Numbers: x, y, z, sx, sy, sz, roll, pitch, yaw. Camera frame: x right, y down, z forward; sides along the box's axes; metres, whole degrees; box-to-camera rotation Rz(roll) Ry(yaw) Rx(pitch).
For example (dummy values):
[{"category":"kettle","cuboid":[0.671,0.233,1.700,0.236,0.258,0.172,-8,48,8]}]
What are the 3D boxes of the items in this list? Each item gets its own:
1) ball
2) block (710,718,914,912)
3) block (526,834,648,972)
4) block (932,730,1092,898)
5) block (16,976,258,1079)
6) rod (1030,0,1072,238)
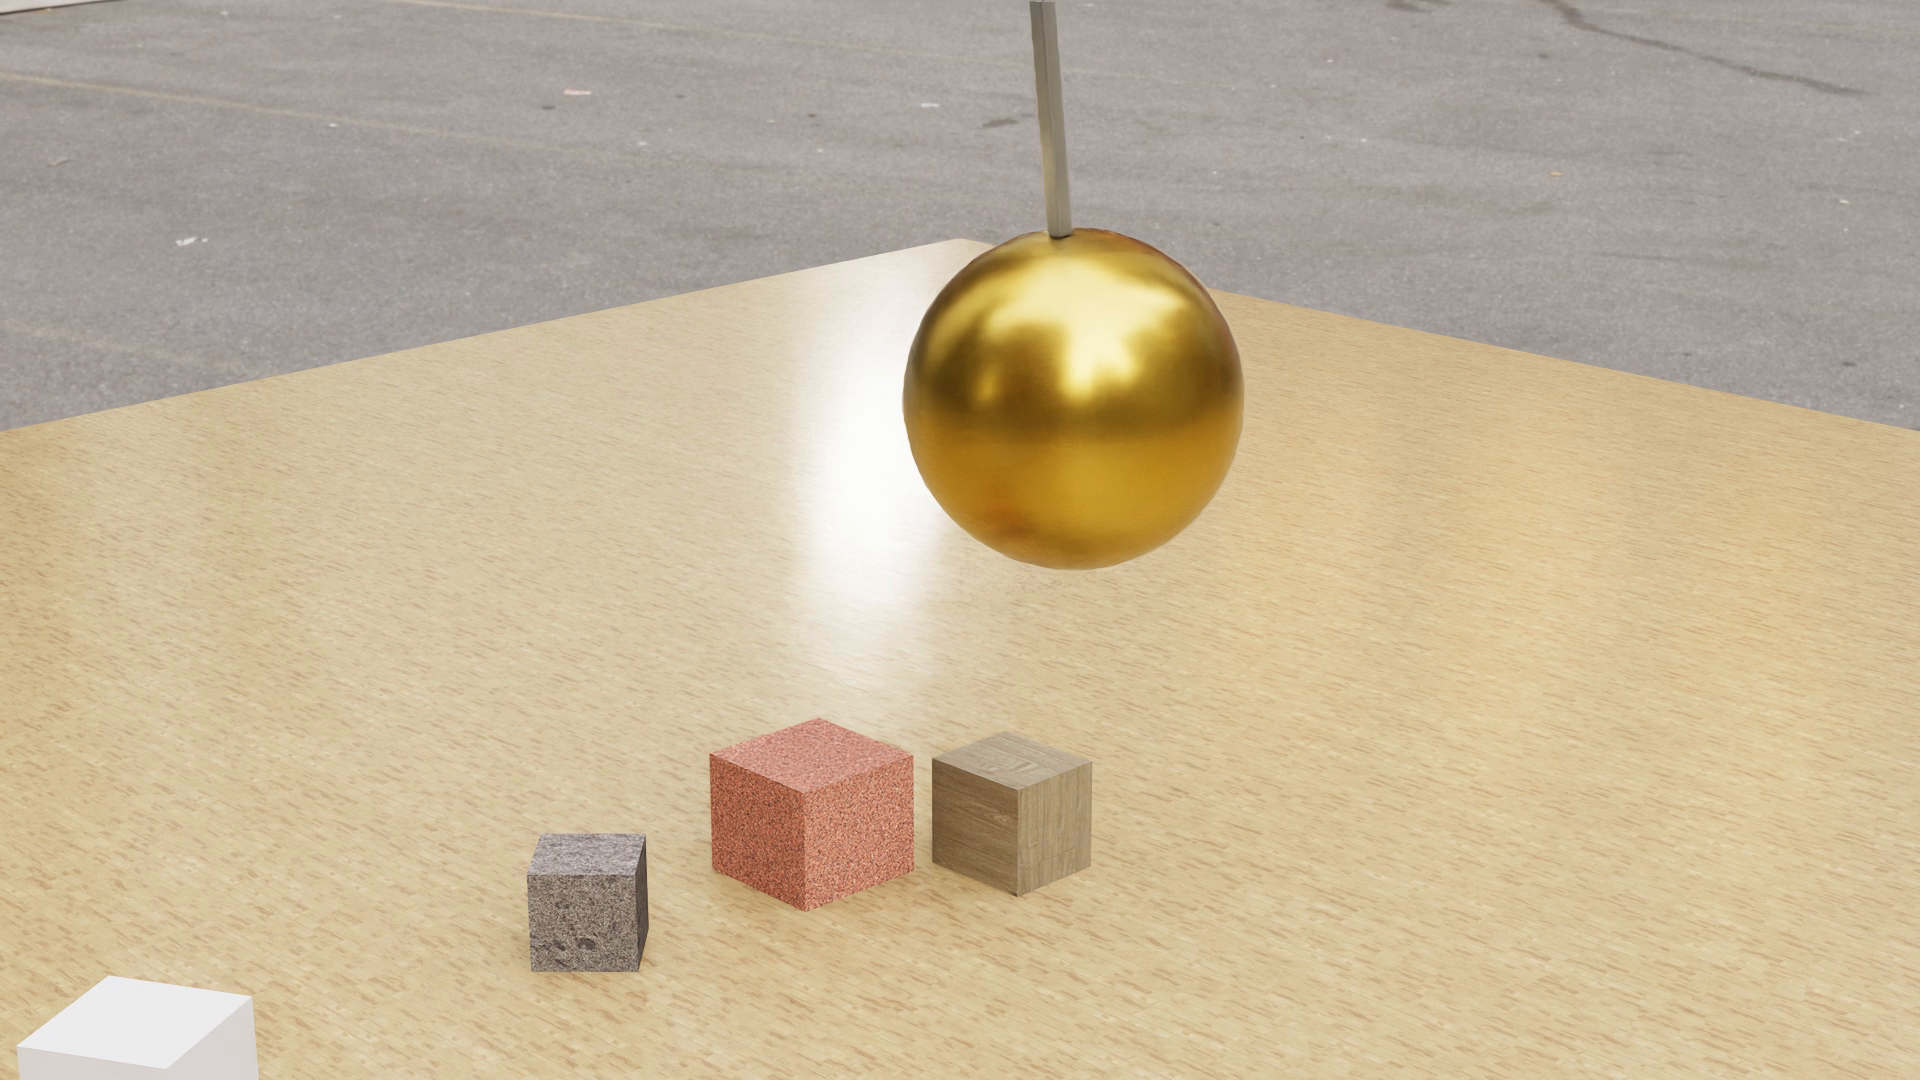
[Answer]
[{"category":"ball","cuboid":[0.528,-0.658,13.689,1.600,1.600,1.600,0,17,0]},{"category":"block","cuboid":[-0.677,1.247,13.424,0.658,0.572,0.658,-16,23,-41]},{"category":"block","cuboid":[-1.598,1.559,12.633,0.457,0.450,0.440,0,17,0]},{"category":"block","cuboid":[0.238,1.253,13.489,0.489,0.521,0.547,-17,24,-42]},{"category":"block","cuboid":[-3.048,2.041,10.932,0.616,0.550,0.606,5,18,16]},{"category":"rod","cuboid":[0.229,-3.787,12.392,0.080,5.200,0.080,17,31,42]}]
